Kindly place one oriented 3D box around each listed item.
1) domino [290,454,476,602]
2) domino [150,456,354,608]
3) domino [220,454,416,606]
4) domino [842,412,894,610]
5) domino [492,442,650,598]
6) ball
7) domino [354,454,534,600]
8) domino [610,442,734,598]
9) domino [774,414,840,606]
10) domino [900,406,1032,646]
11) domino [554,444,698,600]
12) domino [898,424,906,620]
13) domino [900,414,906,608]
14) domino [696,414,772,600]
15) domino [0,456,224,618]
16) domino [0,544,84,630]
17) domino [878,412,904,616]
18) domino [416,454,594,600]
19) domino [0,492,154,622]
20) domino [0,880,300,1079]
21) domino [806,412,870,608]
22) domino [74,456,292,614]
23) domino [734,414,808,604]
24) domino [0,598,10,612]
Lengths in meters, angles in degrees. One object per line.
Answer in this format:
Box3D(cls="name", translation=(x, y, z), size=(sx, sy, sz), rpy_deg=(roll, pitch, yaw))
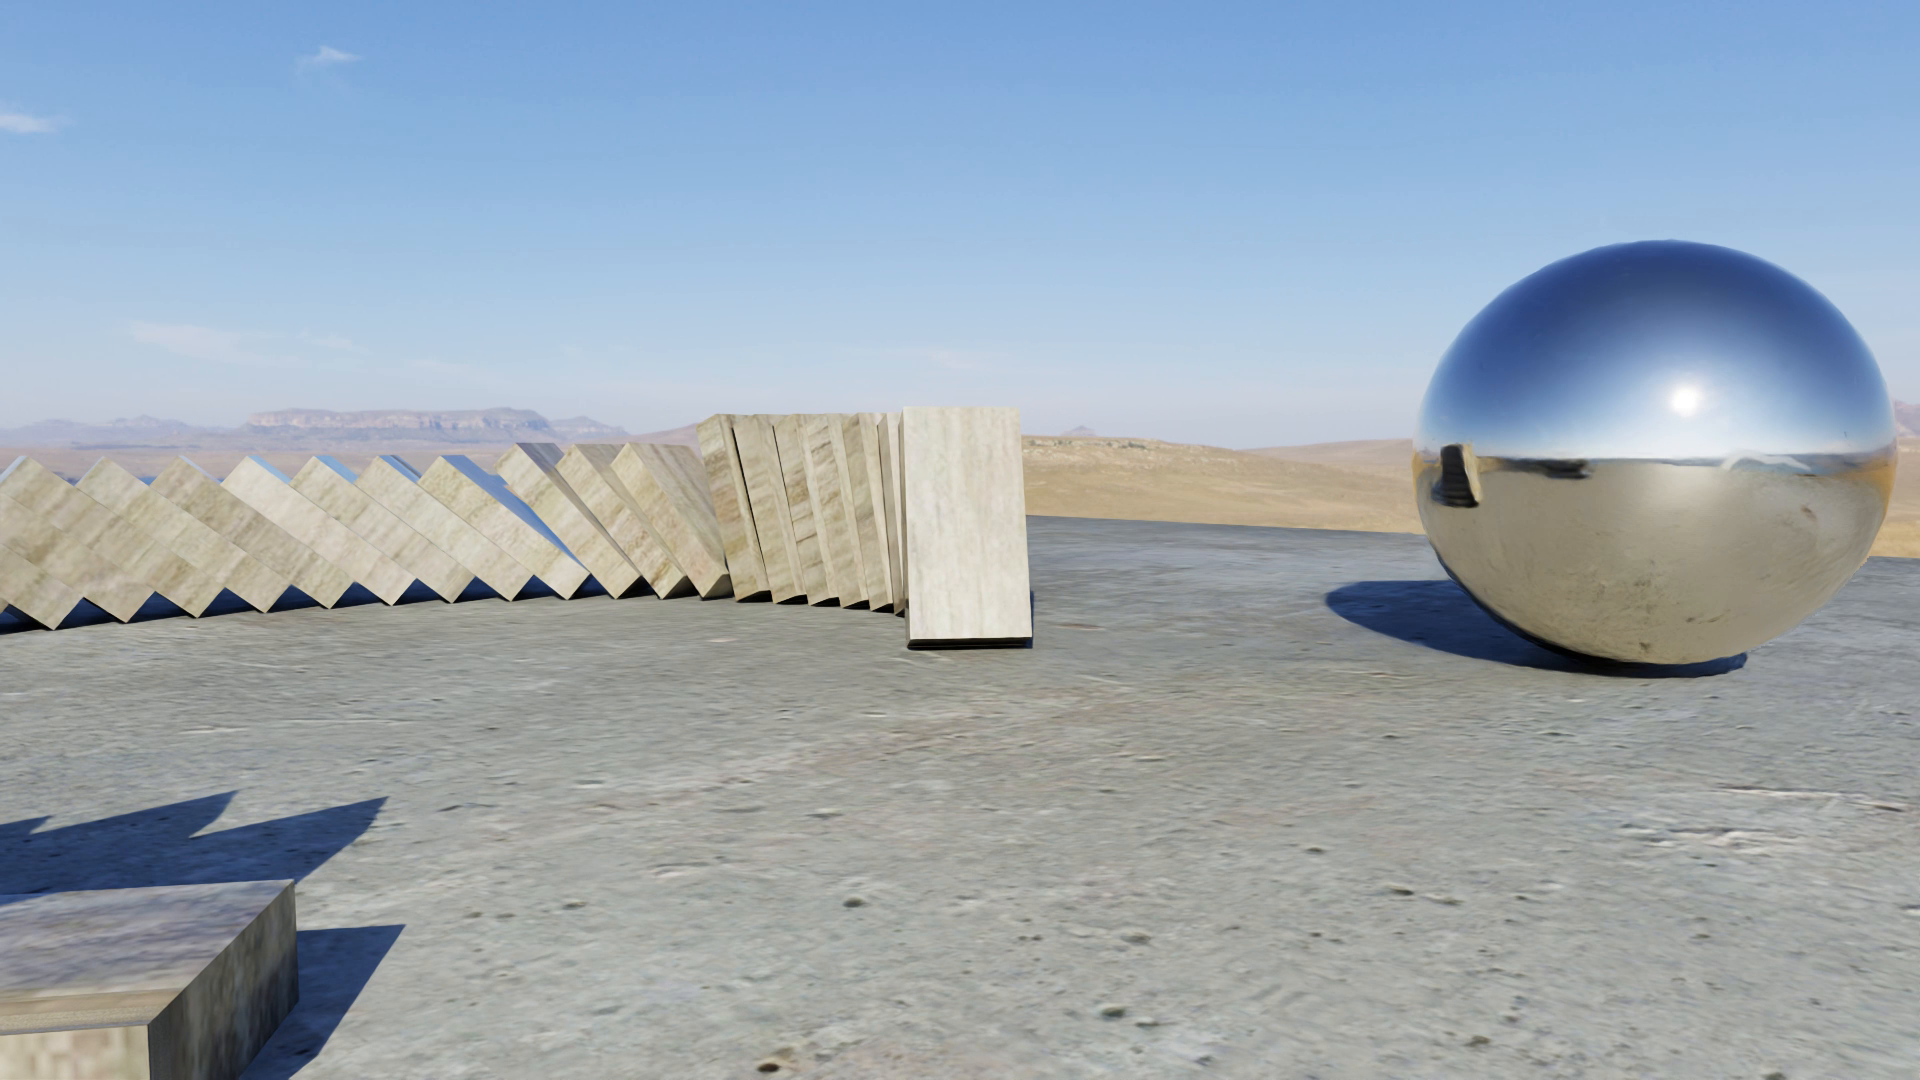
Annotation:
Box3D(cls="domino", translation=(-0.155, -0.003, 0.348), size=(0.050, 0.009, 0.025), rpy_deg=(41, -8, -16))
Box3D(cls="domino", translation=(-0.182, -0.002, 0.332), size=(0.050, 0.009, 0.025), rpy_deg=(43, -16, -24))
Box3D(cls="domino", translation=(-0.169, -0.003, 0.341), size=(0.050, 0.010, 0.025), rpy_deg=(41, -12, -20))
Box3D(cls="domino", translation=(-0.014, -0.008, 0.334), size=(0.025, 0.050, 0.009), rpy_deg=(-3, -13, -33))
Box3D(cls="domino", translation=(-0.107, -0.006, 0.364), size=(0.010, 0.050, 0.025), rpy_deg=(-43, -1, 7))
Box3D(cls="ball", translation=(0.127, -0.016, 0.242), size=(0.080, 0.080, 0.080), rpy_deg=(0, 4, 0))
Box3D(cls="domino", translation=(-0.140, -0.004, 0.354), size=(0.050, 0.009, 0.025), rpy_deg=(40, -5, -13))
Box3D(cls="domino", translation=(-0.075, -0.006, 0.364), size=(0.050, 0.010, 0.025), rpy_deg=(51, 24, 19))
Box3D(cls="domino", translation=(-0.033, -0.009, 0.347), size=(0.025, 0.050, 0.010), rpy_deg=(-4, -12, -43))
Box3D(cls="domino", translation=(0.001, -0.003, 0.272), size=(0.025, 0.050, 0.010), rpy_deg=(-1, -14, -7))
Box3D(cls="domino", translation=(-0.090, -0.006, 0.366), size=(0.010, 0.050, 0.025), rpy_deg=(-45, -12, 18))
Box3D(cls="domino", translation=(-0.001, -0.006, 0.312), size=(0.025, 0.050, 0.009), rpy_deg=(-1, -14, -7))
Box3D(cls="domino", translation=(0.000, -0.004, 0.282), size=(0.025, 0.050, 0.010), rpy_deg=(-1, -14, -7))
Box3D(cls="domino", translation=(-0.055, -0.009, 0.355), size=(0.010, 0.050, 0.025), rpy_deg=(-22, -12, 38))
Box3D(cls="domino", translation=(-0.206, -0.001, 0.311), size=(0.025, 0.009, 0.050), rpy_deg=(5, -34, 50))
Box3D(cls="domino", translation=(-0.227, 0.001, 0.287), size=(0.025, 0.009, 0.050), rpy_deg=(3, -35, 40))
Box3D(cls="domino", translation=(-0.005, -0.007, 0.324), size=(0.025, 0.050, 0.010), rpy_deg=(-1, -14, -18))
Box3D(cls="domino", translation=(-0.125, -0.004, 0.359), size=(0.050, 0.009, 0.025), rpy_deg=(40, -1, -8))
Box3D(cls="domino", translation=(-0.217, 0.000, 0.301), size=(0.025, 0.009, 0.050), rpy_deg=(4, -35, 48))
Box3D(cls="domino", translation=(-0.073, 0.032, 0.081), size=(0.050, 0.009, 0.025), rpy_deg=(-1, 4, -10))
Box3D(cls="domino", translation=(-0.023, -0.008, 0.341), size=(0.025, 0.050, 0.009), rpy_deg=(-4, -12, -41))
Box3D(cls="domino", translation=(-0.195, -0.001, 0.322), size=(0.050, 0.010, 0.025), rpy_deg=(44, -20, -28))
Box3D(cls="domino", translation=(-0.044, -0.009, 0.351), size=(0.010, 0.050, 0.025), rpy_deg=(-20, -10, 39))
Box3D(cls="domino", translation=(-0.234, 0.002, 0.273), size=(0.025, 0.009, 0.050), rpy_deg=(3, -36, 33))
